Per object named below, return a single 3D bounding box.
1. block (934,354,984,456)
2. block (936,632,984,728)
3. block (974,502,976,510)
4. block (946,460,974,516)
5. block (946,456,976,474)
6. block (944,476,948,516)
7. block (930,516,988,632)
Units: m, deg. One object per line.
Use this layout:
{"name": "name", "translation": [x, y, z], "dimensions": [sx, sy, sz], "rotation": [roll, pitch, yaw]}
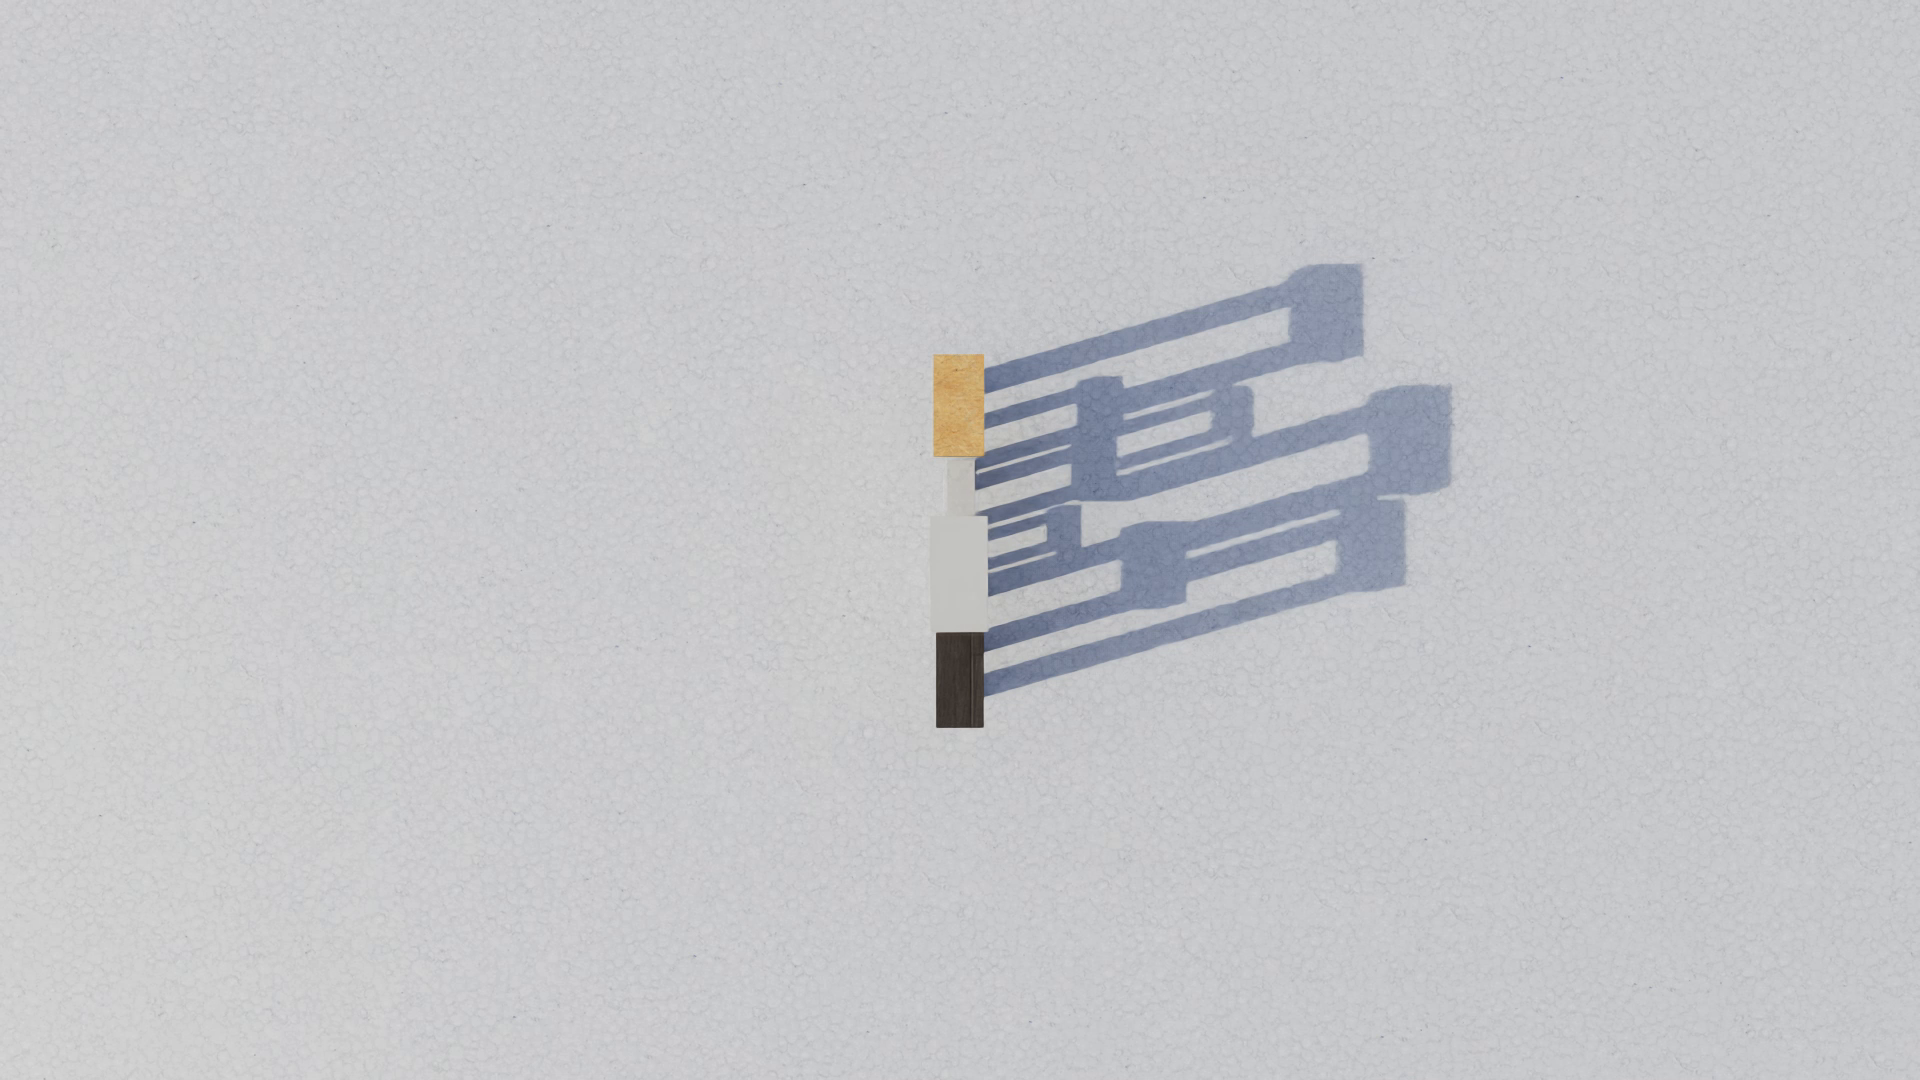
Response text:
{"name": "block", "translation": [-0.004, -0.403, 4.953], "dimensions": [0.152, 0.043, 0.304], "rotation": [0, 90, 0]}
{"name": "block", "translation": [0.000, 0.414, 4.888], "dimensions": [0.141, 0.040, 0.283], "rotation": [0, 90, 0]}
{"name": "block", "translation": [0.004, -0.103, 5.196], "dimensions": [0.085, 0.176, 0.024], "rotation": [0, 90, 0]}
{"name": "block", "translation": [0.003, -0.160, 5.096], "dimensions": [0.086, 0.024, 0.171], "rotation": [0, 90, 0]}
{"name": "block", "translation": [0.004, -0.309, 5.293], "dimensions": [0.097, 0.027, 0.194], "rotation": [0, 90, 0]}
{"name": "block", "translation": [-0.005, -0.113, 5.298], "dimensions": [0.095, 0.027, 0.189], "rotation": [0, 90, 0]}
{"name": "block", "translation": [-0.003, 0.099, 4.829], "dimensions": [0.169, 0.048, 0.337], "rotation": [0, 90, 0]}
